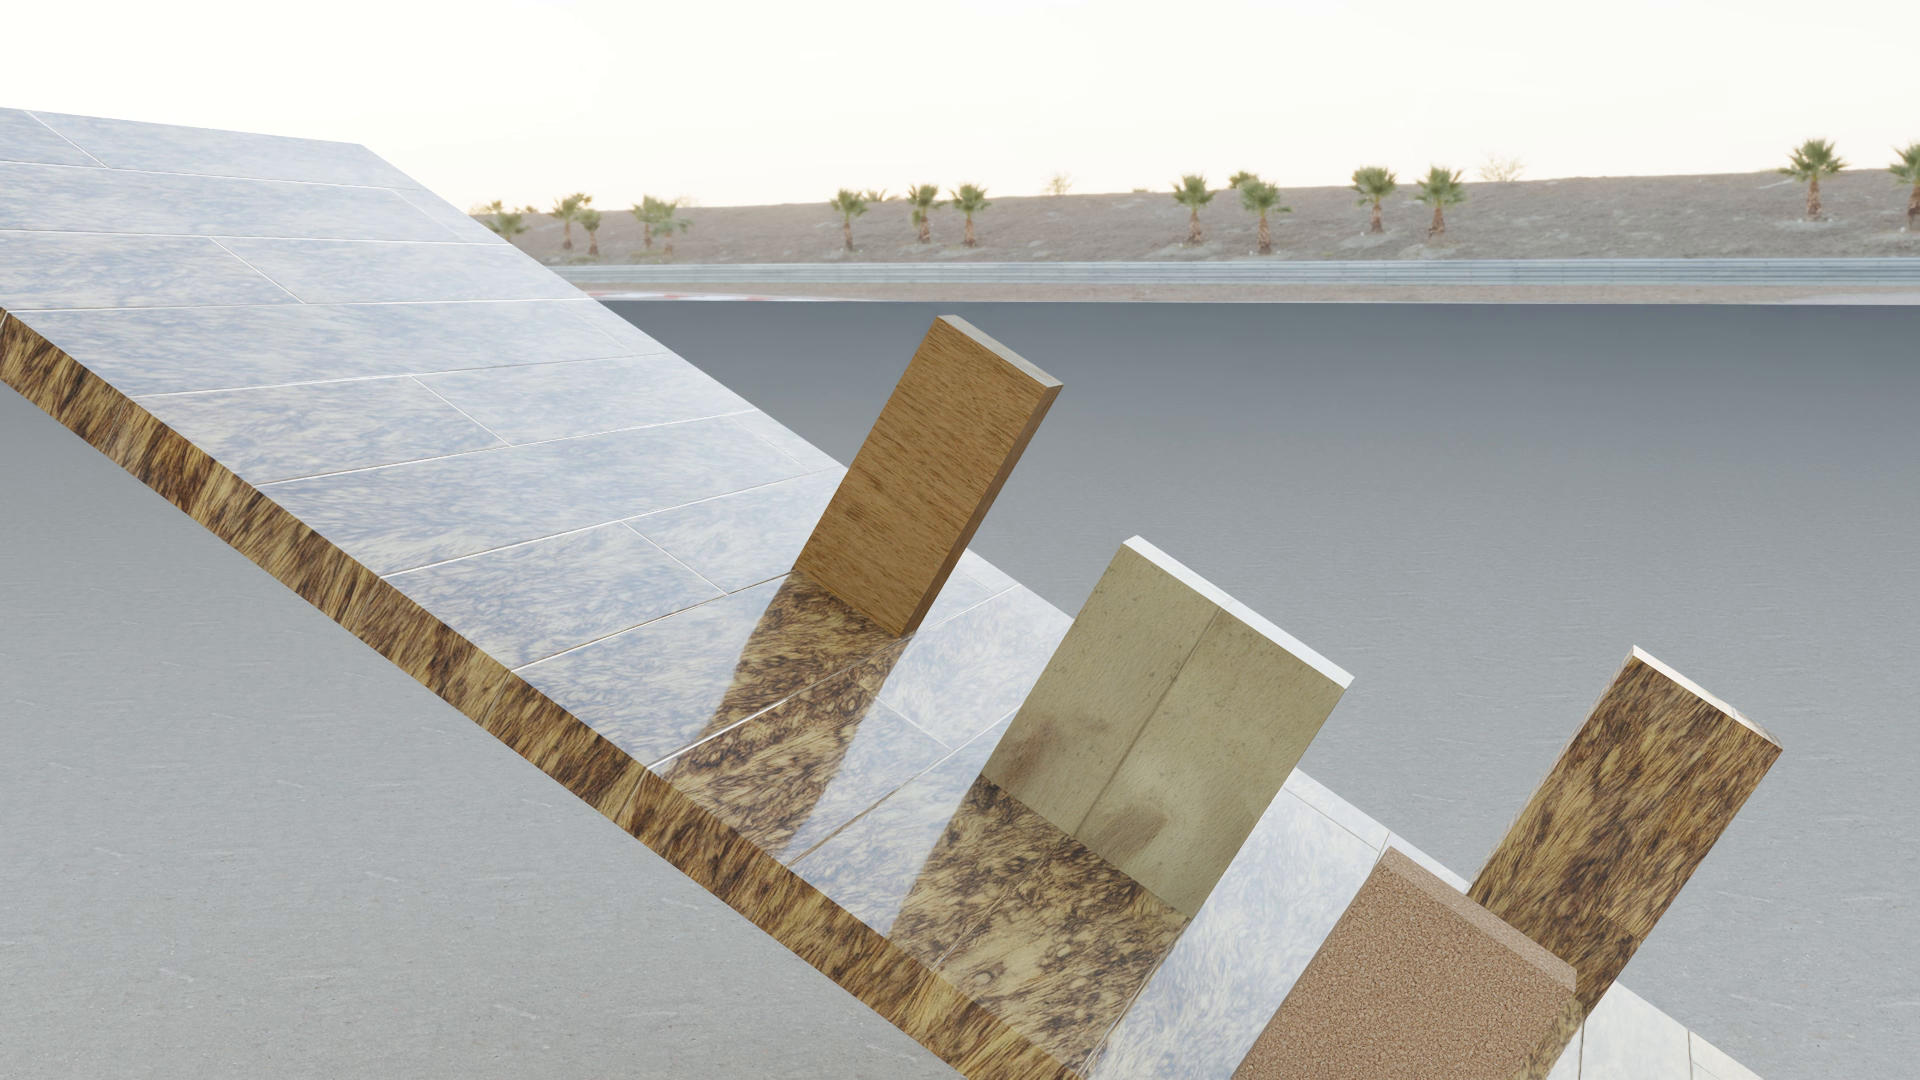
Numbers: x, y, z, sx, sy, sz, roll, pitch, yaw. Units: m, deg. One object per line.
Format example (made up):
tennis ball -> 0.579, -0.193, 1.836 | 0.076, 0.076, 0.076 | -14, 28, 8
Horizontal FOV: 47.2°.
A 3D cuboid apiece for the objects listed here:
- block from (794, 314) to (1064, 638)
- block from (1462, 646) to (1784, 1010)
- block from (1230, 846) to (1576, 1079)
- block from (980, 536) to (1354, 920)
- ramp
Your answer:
block -> -0.064, -0.124, 4.267 | 0.254, 0.573, 0.124 | 34, 15, 11
block -> 1.337, 0.588, 4.500 | 0.337, 0.660, 0.128 | 34, 15, 11
block -> 0.628, 0.711, 3.162 | 0.312, 0.431, 0.104 | 34, 15, 11
block -> 0.353, 0.321, 3.794 | 0.445, 0.486, 0.112 | 34, 15, 11
ramp -> -0.162, 0.268, 4.117 | 4.000, 0.100, 2.000 | 34, 15, 11
